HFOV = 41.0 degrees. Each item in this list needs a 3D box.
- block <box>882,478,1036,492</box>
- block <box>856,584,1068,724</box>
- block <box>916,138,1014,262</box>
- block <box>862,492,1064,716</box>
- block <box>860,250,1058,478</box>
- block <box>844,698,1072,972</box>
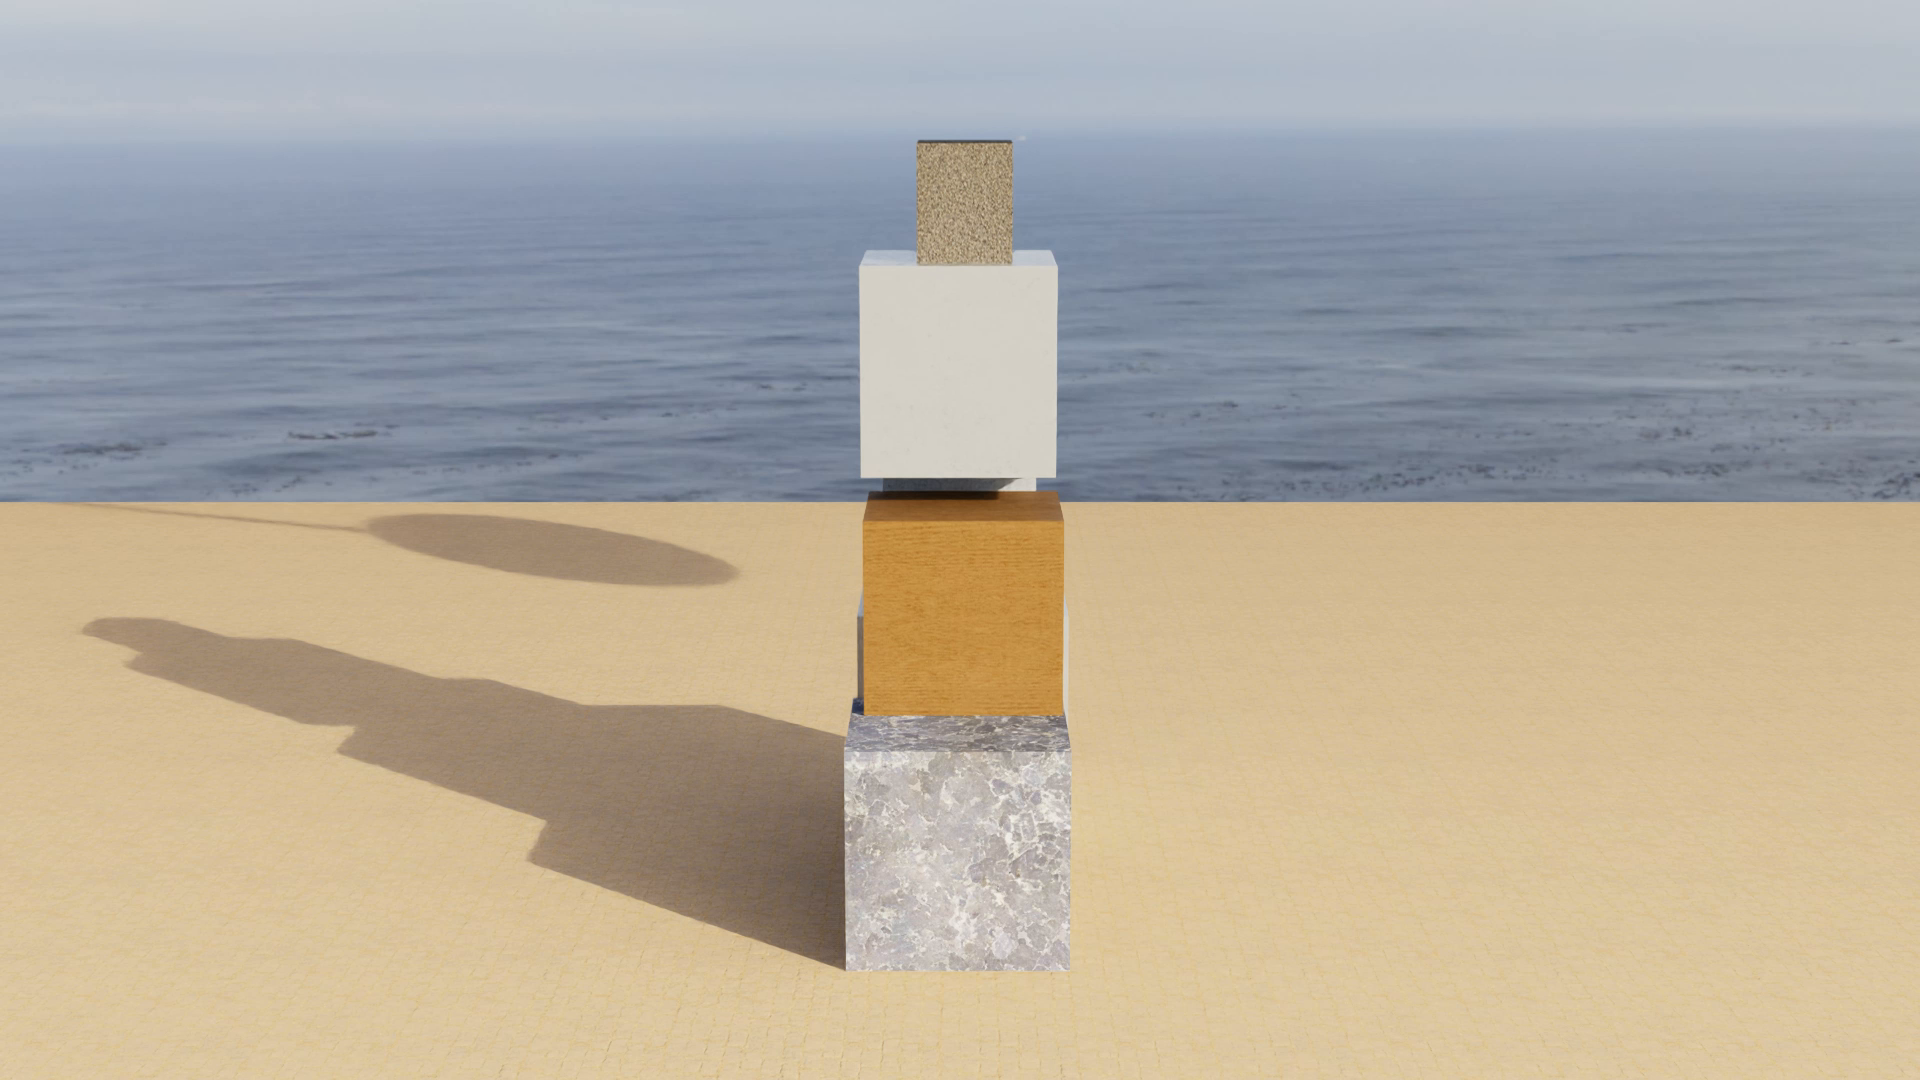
[{"bbox_3d":[-0.003,-0.039,11.577,0.670,0.763,0.647,0,11,0],"label":"block"},{"bbox_3d":[0.013,0.795,12.162,0.958,1.085,0.955,0,10,0],"label":"block"},{"bbox_3d":[0.020,-1.445,10.891,0.400,0.494,0.446,0,11,0],"label":"block"},{"bbox_3d":[0.014,0.254,10.895,0.820,0.810,0.792,0,10,0],"label":"block"},{"bbox_3d":[-0.007,-0.770,11.025,0.816,0.883,0.796,0,11,0],"label":"block"},{"bbox_3d":[-0.008,1.188,10.524,0.887,0.896,0.884,0,10,0],"label":"block"}]
